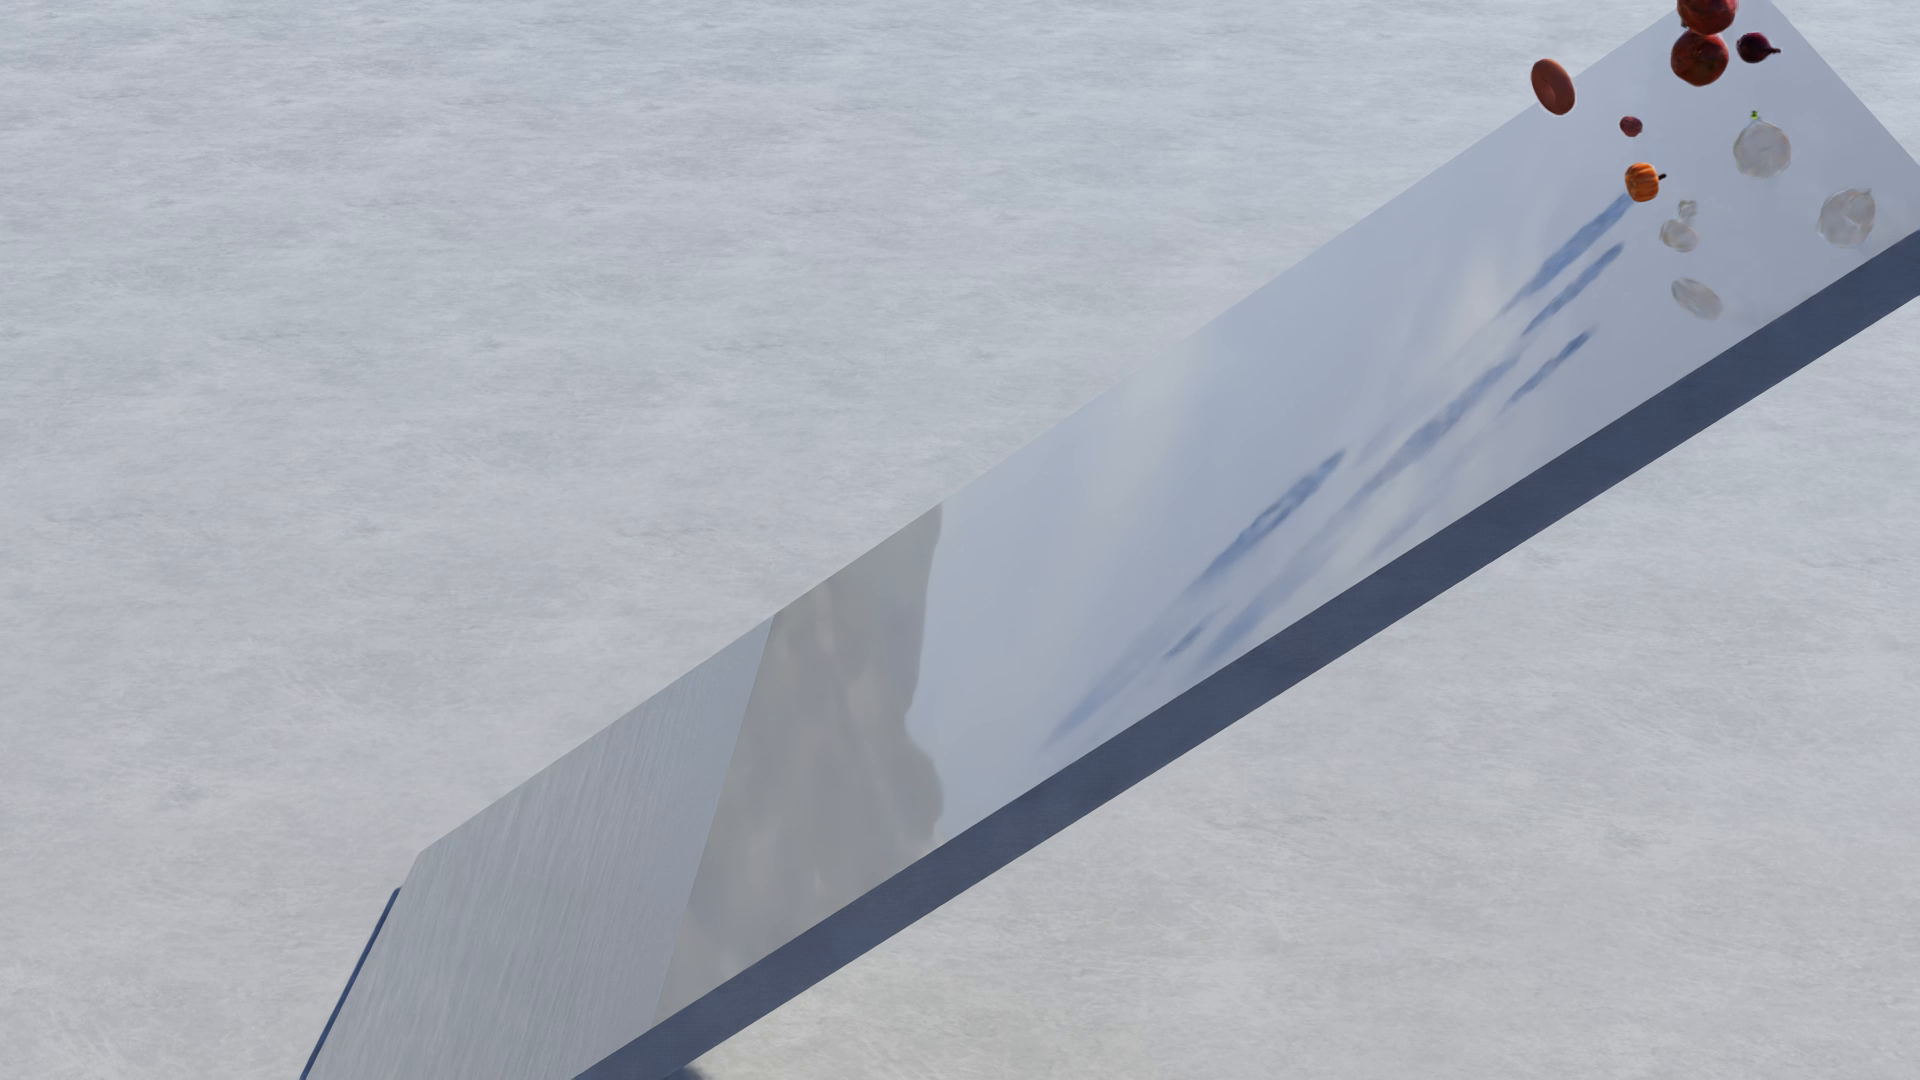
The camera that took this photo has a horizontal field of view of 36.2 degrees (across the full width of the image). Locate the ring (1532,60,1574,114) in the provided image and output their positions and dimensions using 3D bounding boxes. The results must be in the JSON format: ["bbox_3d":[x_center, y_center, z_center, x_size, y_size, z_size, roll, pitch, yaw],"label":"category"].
[{"bbox_3d":[1.177,-0.900,5.836,0.039,0.118,0.118,-28,29,-11],"label":"ring"}]

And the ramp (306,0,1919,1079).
[{"bbox_3d":[0.131,0.177,6.317,4.000,0.100,2.000,-34,16,16],"label":"ramp"}]
